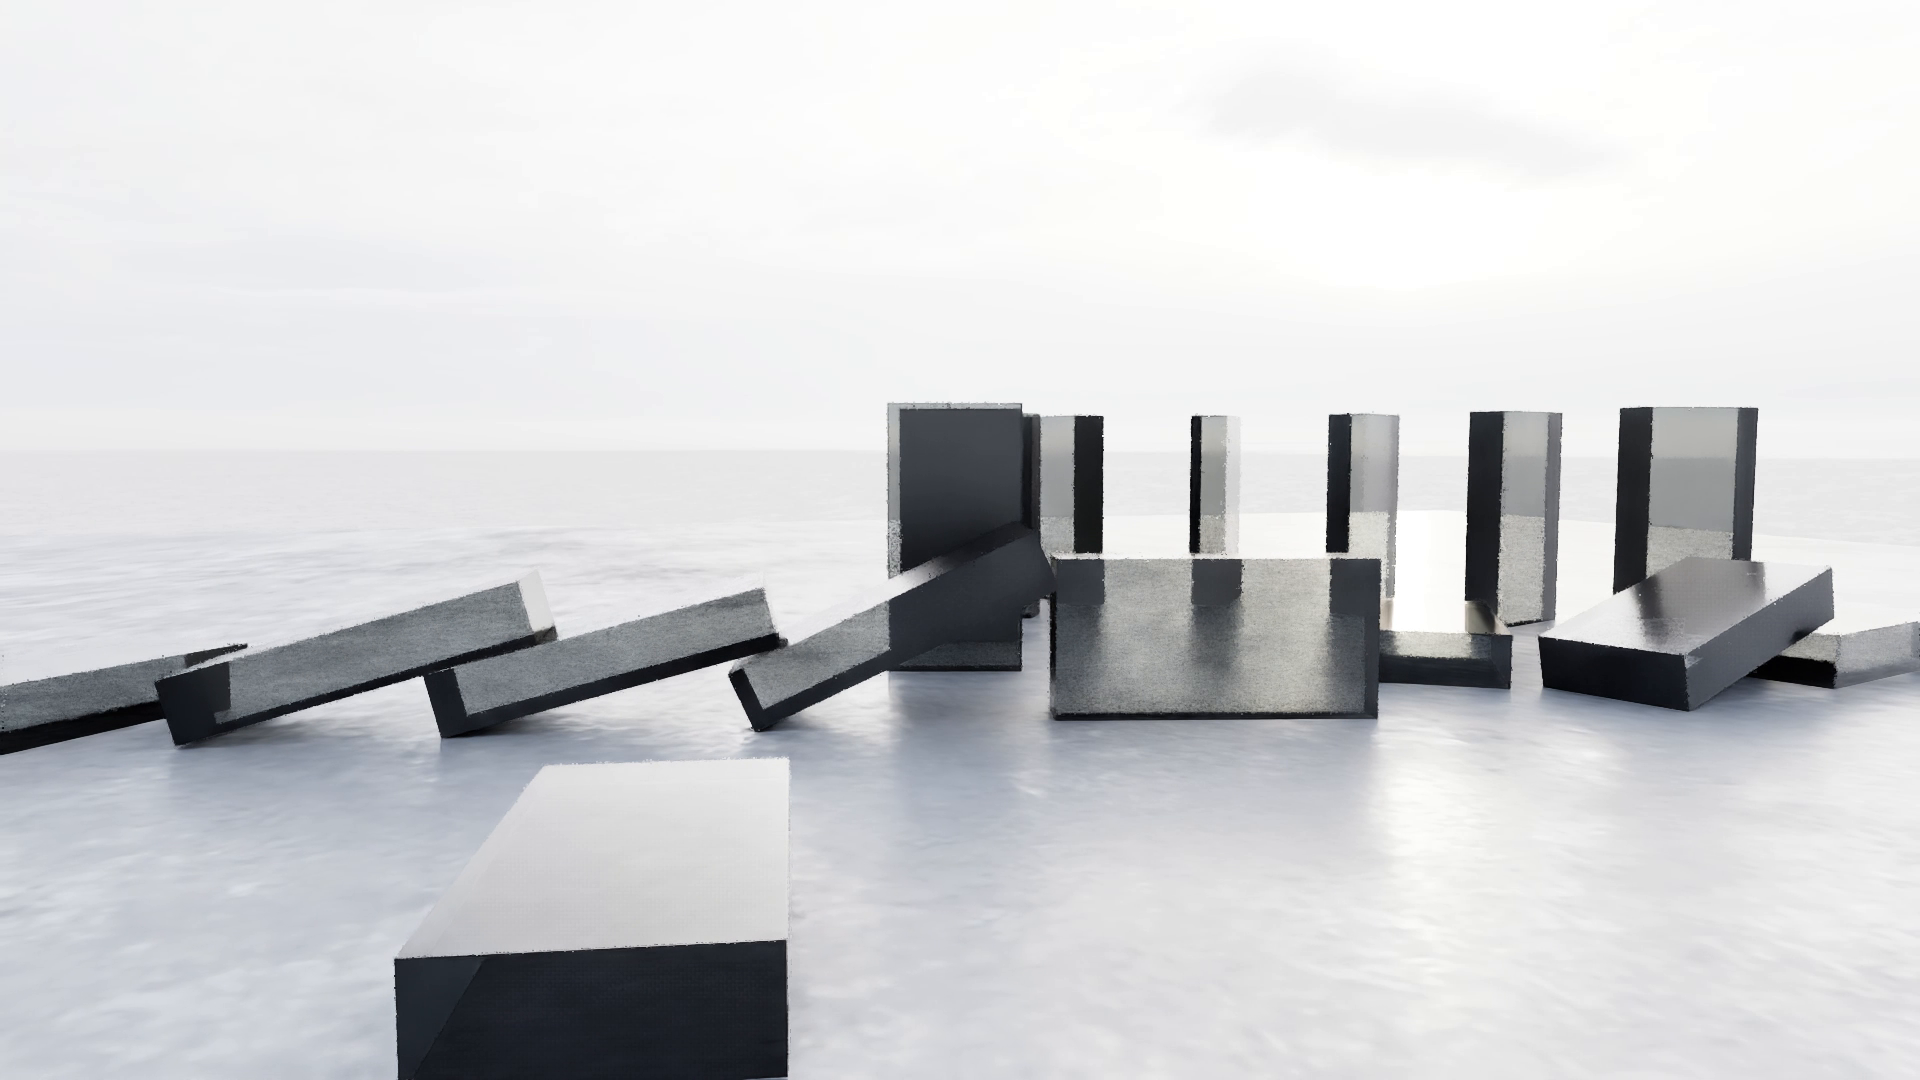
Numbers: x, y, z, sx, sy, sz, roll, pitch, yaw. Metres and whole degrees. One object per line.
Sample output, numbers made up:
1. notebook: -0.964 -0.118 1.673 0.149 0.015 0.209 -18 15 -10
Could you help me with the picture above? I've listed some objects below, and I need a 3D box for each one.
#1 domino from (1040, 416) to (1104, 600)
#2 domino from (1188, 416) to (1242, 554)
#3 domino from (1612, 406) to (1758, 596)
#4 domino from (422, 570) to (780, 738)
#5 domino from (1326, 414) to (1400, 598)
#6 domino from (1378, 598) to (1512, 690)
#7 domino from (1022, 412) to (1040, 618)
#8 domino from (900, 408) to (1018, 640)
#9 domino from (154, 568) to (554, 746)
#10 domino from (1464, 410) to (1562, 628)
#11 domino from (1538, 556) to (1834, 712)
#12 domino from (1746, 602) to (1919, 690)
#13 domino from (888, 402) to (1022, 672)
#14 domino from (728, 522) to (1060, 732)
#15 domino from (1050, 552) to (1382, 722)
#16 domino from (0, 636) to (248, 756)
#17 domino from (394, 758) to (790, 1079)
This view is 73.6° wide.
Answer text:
1. domino: 0.028 -0.009 0.351 0.010 0.050 0.025 -2 5 -29
2. domino: 0.070 -0.009 0.352 0.009 0.050 0.025 2 5 21
3. domino: 0.151 -0.003 0.268 0.025 0.050 0.009 -1 4 -12
4. domino: -0.054 0.017 0.200 0.050 0.009 0.025 -15 6 -7
5. domino: 0.104 -0.007 0.332 0.009 0.050 0.025 3 5 38
6. domino: 0.091 0.019 0.250 0.025 0.010 0.050 1 4 17
7. domino: 0.007 -0.006 0.319 0.025 0.050 0.009 1 4 16
8. domino: 0.000 -0.004 0.282 0.025 0.050 0.009 0 4 5
9. domino: -0.089 0.017 0.195 0.050 0.009 0.025 -16 6 -10
10. domino: 0.132 -0.005 0.305 0.025 0.050 0.009 -3 5 -38
11. domino: 0.128 0.015 0.226 0.050 0.010 0.025 -18 13 -31
12. domino: 0.166 0.019 0.246 0.050 0.009 0.025 -3 5 -33
13. domino: -0.001 -0.001 0.243 0.025 0.050 0.009 0 4 -1
14. domino: -0.011 0.013 0.202 0.050 0.010 0.025 -25 6 -2
15. domino: 0.040 0.015 0.202 0.050 0.025 0.009 0 4 -2
16. domino: -0.138 0.023 0.194 0.025 0.010 0.050 1 5 18
17. domino: -0.027 0.030 0.109 0.025 0.009 0.050 -1 4 -7
